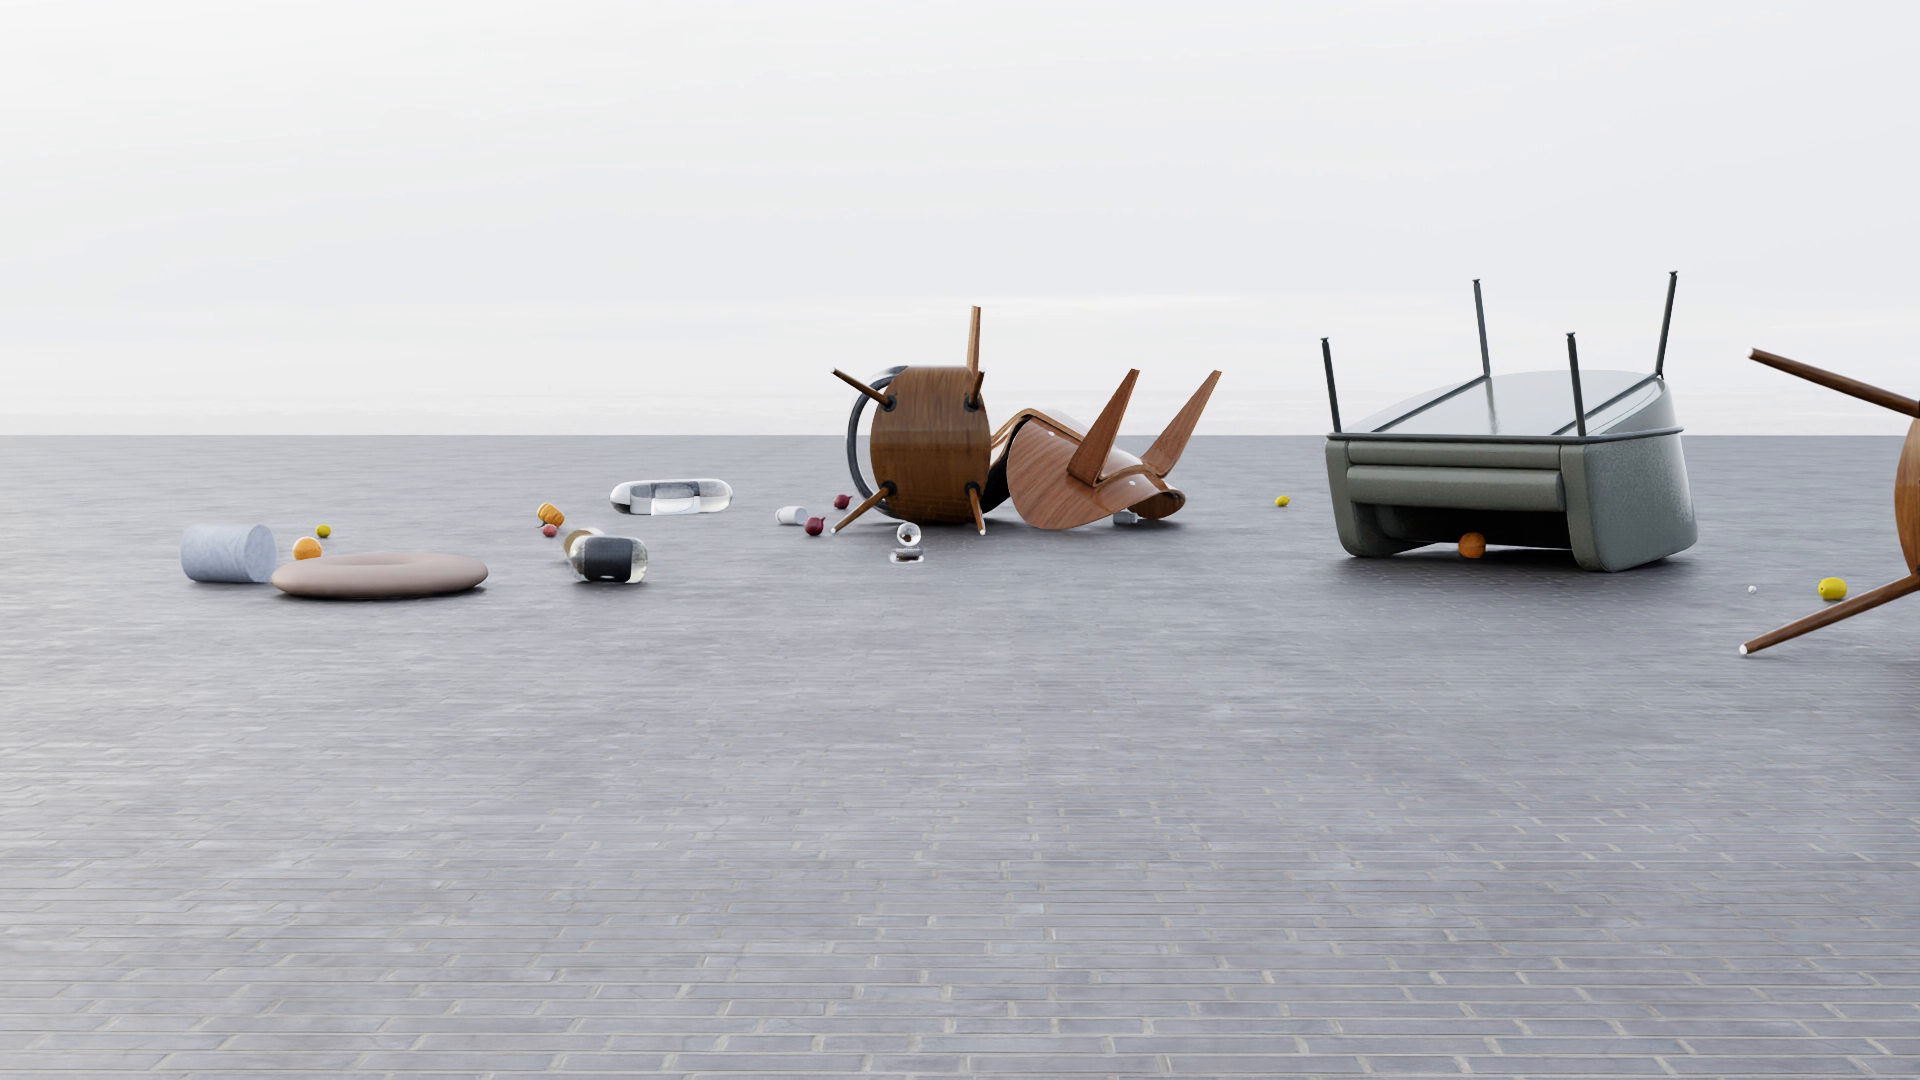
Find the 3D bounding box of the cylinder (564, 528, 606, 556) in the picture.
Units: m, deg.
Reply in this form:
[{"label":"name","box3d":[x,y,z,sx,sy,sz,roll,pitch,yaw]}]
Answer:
[{"label":"cylinder","box3d":[-0.984,0.011,5.781,0.096,0.083,0.107,0,4,3]}]

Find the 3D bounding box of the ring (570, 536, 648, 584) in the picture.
[{"label":"ring","box3d":[-0.818,0.045,5.119,0.183,0.105,0.212,3,-2,-14]}]

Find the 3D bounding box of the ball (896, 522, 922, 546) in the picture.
[{"label":"ball","box3d":[-0.146,-0.016,6.278,0.069,0.069,0.069,0,4,0]}]

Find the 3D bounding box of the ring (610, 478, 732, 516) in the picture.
[{"label":"ring","box3d":[-1.040,-0.156,7.947,0.468,0.121,0.294,-3,4,-32]}]

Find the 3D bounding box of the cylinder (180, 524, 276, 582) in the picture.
[{"label":"cylinder","box3d":[-1.705,0.030,5.125,0.166,0.136,0.136,1,28,14]}]

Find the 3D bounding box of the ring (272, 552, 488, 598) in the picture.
[{"label":"ring","box3d":[-1.289,0.078,4.903,0.441,0.071,0.514,2,5,22]}]
